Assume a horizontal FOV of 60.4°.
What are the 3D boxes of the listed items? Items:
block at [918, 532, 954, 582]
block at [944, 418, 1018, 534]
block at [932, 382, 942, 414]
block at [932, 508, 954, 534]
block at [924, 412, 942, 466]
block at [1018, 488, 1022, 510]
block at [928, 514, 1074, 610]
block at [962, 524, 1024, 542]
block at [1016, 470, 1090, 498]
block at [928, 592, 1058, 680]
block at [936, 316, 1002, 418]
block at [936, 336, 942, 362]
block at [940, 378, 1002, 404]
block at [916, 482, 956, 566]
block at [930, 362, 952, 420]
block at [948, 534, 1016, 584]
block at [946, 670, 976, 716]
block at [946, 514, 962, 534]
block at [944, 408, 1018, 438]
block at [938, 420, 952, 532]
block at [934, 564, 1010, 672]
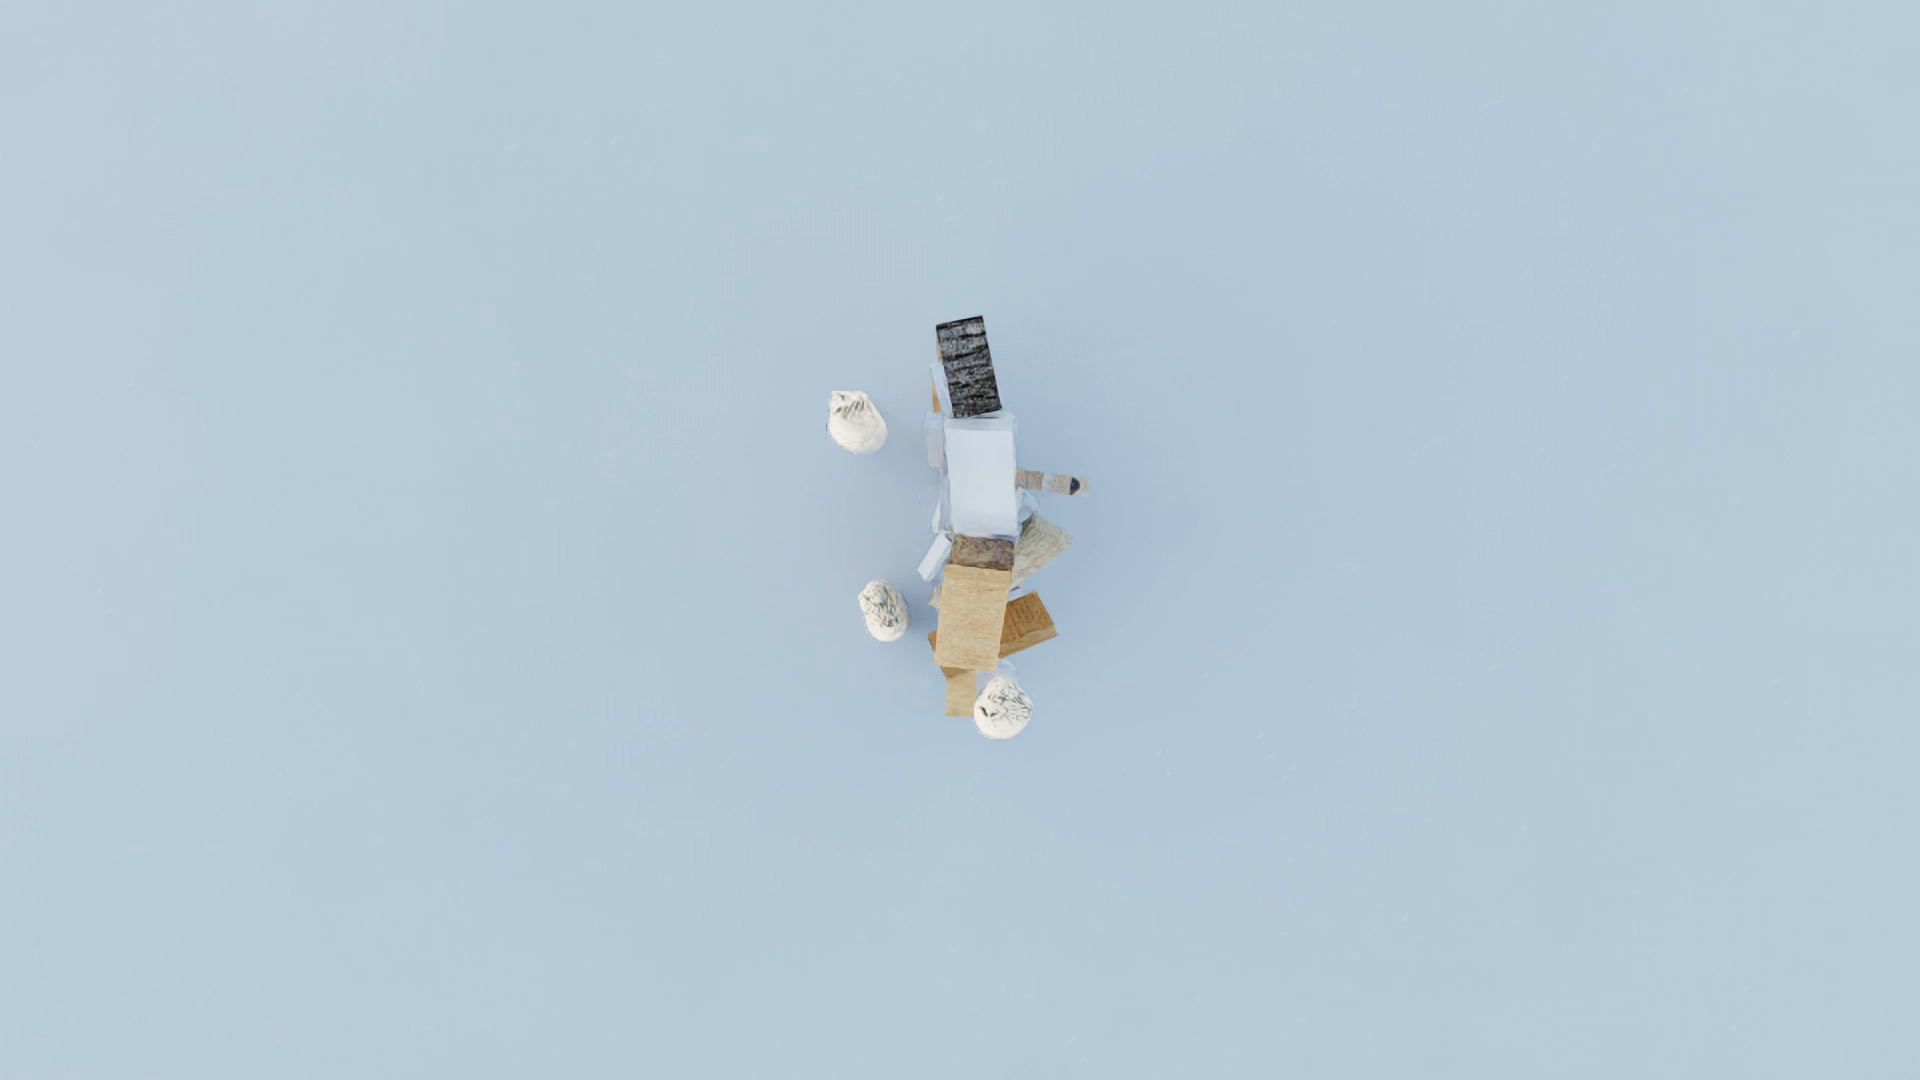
[{"bbox_3d":[-0.073,0.052,4.998,0.020,0.071,0.142,25,104,-32],"label":"block"},{"bbox_3d":[0.058,-0.157,4.150,0.165,0.047,0.329,2,130,8],"label":"block"},{"bbox_3d":[-0.001,-0.390,4.999,0.154,1.000,0.044,0,86,0],"label":"block"},{"bbox_3d":[0.007,-0.063,5.004,0.162,0.325,0.046,-1,84,-4],"label":"block"},{"bbox_3d":[-0.019,-0.301,5.117,0.162,0.530,0.046,10,81,2],"label":"block"},{"bbox_3d":[0.160,-0.142,4.823,0.014,0.049,0.099,-9,71,40],"label":"block"},{"bbox_3d":[0.113,0.093,4.942,0.139,0.638,0.039,28,56,-17],"label":"block"},{"bbox_3d":[0.080,-0.002,4.683,0.139,0.277,0.039,20,70,-4],"label":"block"},{"bbox_3d":[0.208,-0.160,4.485,0.165,0.568,0.047,8,92,-9],"label":"block"},{"bbox_3d":[0.089,0.267,4.636,0.334,0.167,0.047,-21,125,-4],"label":"block"},{"bbox_3d":[0.021,-0.439,4.194,0.122,0.034,0.243,-12,90,-1],"label":"block"},{"bbox_3d":[-0.001,-0.520,4.856,0.122,1.287,0.034,-3,89,0],"label":"block"},{"bbox_3d":[0.027,-0.394,4.333,0.121,0.243,0.034,-15,111,-3],"label":"block"},{"bbox_3d":[-0.022,-0.046,5.192,0.141,0.040,0.282,-20,93,1],"label":"block"},{"bbox_3d":[0.031,-0.343,4.472,0.154,0.044,0.308,-15,89,-4],"label":"block"},{"bbox_3d":[0.059,0.053,4.410,0.167,0.334,0.047,7,103,1],"label":"block"},{"bbox_3d":[0.001,0.461,5.169,0.092,0.026,0.185,0,90,0],"label":"block"},{"bbox_3d":[0.057,-0.079,4.655,0.139,0.277,0.039,12,67,-7],"label":"block"},{"bbox_3d":[0.051,-0.300,4.283,0.165,0.329,0.047,-4,100,-3],"label":"block"},{"bbox_3d":[0.024,-0.185,4.821,0.162,0.046,0.325,2,88,-4],"label":"block"},{"bbox_3d":[0.029,0.206,4.299,0.167,0.047,0.334,7,134,-1],"label":"block"}]
